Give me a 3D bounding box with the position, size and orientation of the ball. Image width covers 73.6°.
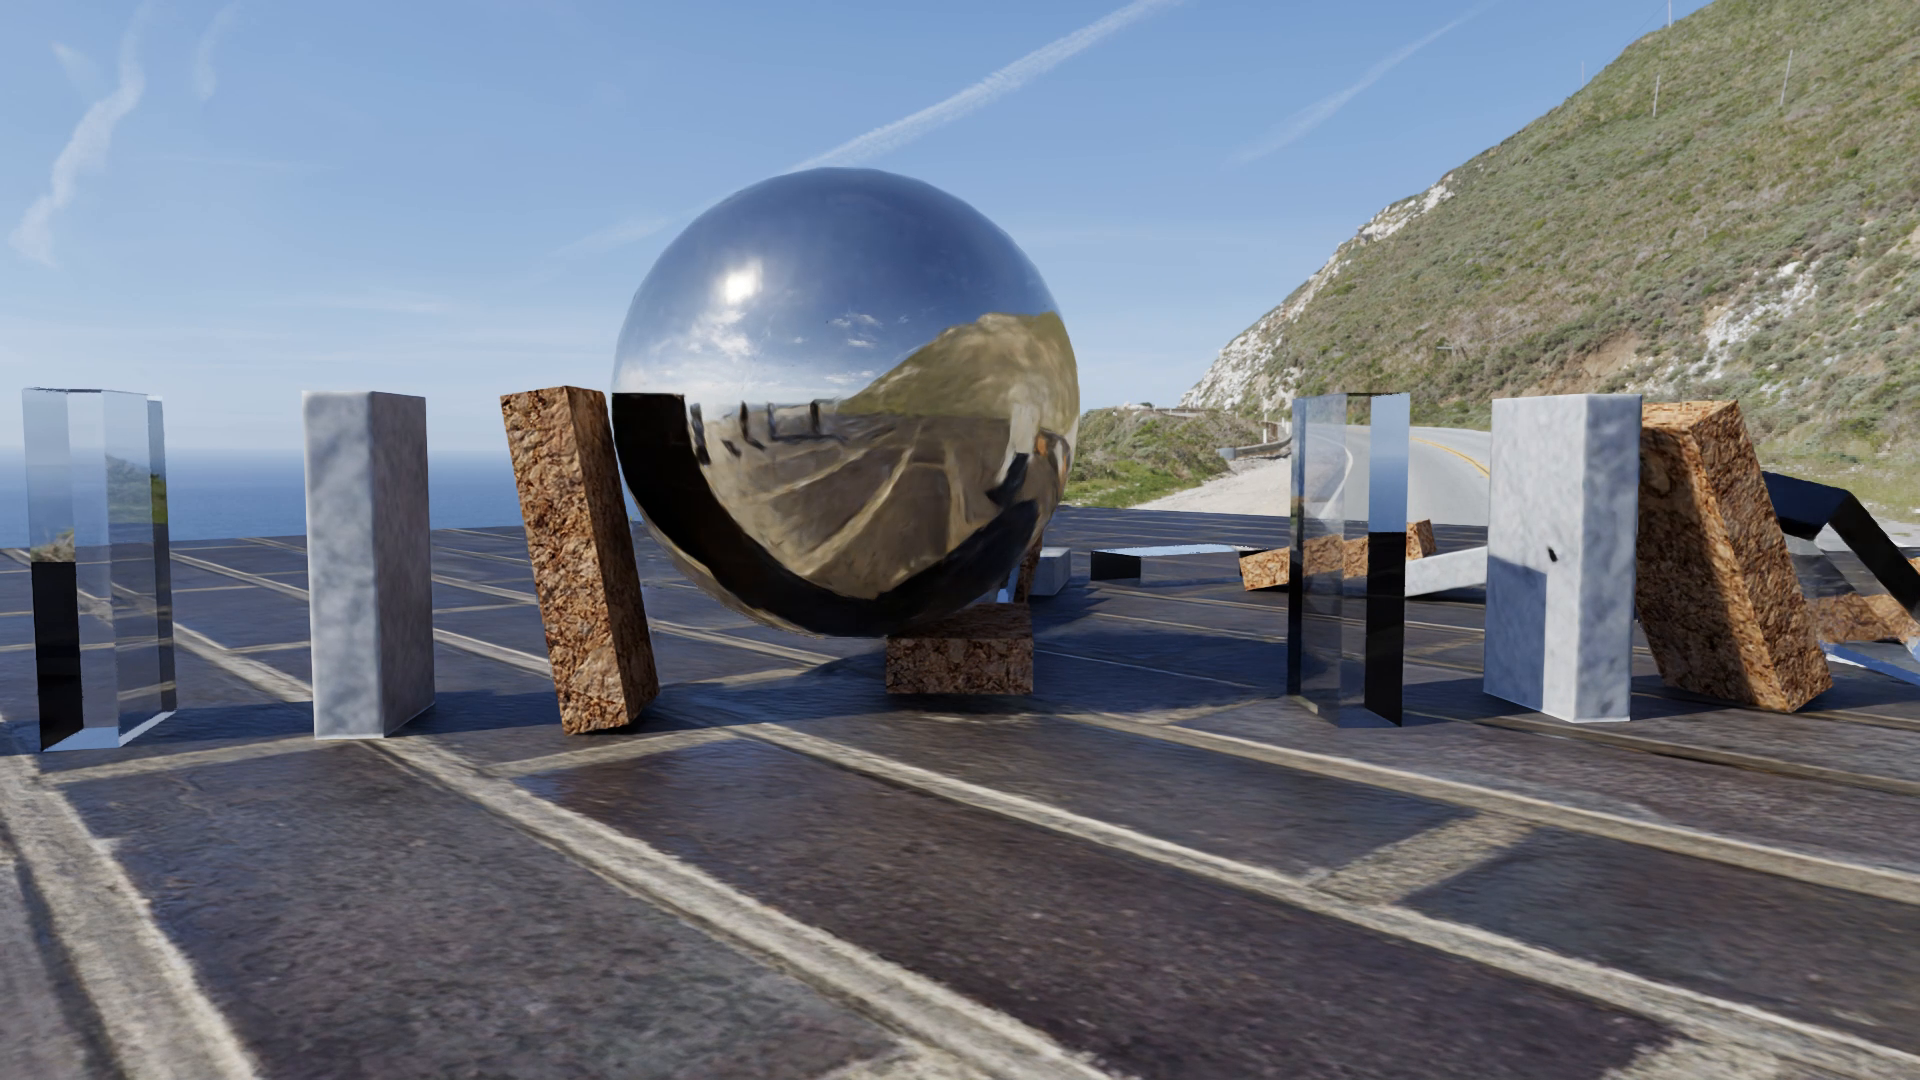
[{"bbox_3d":[-0.019,-0.023,0.222,0.080,0.080,0.080,0,4,0],"label":"ball"}]

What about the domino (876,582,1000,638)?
[{"bbox_3d":[-0.003,0.006,0.299,0.025,0.009,0.050,1,27,9],"label":"domino"}]

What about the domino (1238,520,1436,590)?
[{"bbox_3d":[0.109,0.004,0.371,0.050,0.009,0.025,-13,-2,29],"label":"domino"}]

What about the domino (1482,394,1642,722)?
[{"bbox_3d":[0.096,0.002,0.207,0.010,0.050,0.025,-1,4,-8],"label":"domino"}]

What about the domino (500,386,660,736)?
[{"bbox_3d":[-0.058,0.002,0.198,0.009,0.050,0.025,-10,5,-2],"label":"domino"}]

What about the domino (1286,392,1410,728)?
[{"bbox_3d":[0.061,0.002,0.203,0.009,0.050,0.025,0,4,-4],"label":"domino"}]

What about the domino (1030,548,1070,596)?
[{"bbox_3d":[0.019,0.009,0.387,0.025,0.009,0.050,1,4,10],"label":"domino"}]

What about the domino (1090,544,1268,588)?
[{"bbox_3d":[0.069,0.008,0.401,0.050,0.009,0.025,-2,5,-30],"label":"domino"}]

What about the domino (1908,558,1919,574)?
[{"bbox_3d":[0.188,0.011,0.275,0.025,0.010,0.050,-2,-9,-27],"label":"domino"}]

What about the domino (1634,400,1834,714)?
[{"bbox_3d":[0.122,0.002,0.211,0.010,0.050,0.025,-27,11,-12],"label":"domino"}]

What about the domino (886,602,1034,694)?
[{"bbox_3d":[0.001,0.020,0.243,0.025,0.010,0.050,0,4,2],"label":"domino"}]

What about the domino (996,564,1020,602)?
[{"bbox_3d":[0.002,0.004,0.323,0.025,0.010,0.050,1,27,9],"label":"domino"}]

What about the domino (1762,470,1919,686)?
[{"bbox_3d":[0.147,0.006,0.217,0.050,0.009,0.025,35,1,-25],"label":"domino"}]

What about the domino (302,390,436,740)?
[{"bbox_3d":[-0.090,0.003,0.196,0.010,0.050,0.025,0,4,-6],"label":"domino"}]

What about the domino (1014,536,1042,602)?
[{"bbox_3d":[0.008,0.006,0.349,0.025,0.010,0.050,1,19,9],"label":"domino"}]

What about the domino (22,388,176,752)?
[{"bbox_3d":[-0.126,0.003,0.189,0.010,0.050,0.025,-1,4,-15],"label":"domino"}]

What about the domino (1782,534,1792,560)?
[{"bbox_3d":[0.171,0.008,0.314,0.025,0.009,0.050,-4,-8,-42],"label":"domino"}]

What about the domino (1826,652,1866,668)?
[{"bbox_3d":[0.187,0.021,0.230,0.025,0.009,0.050,-1,4,-8],"label":"domino"}]

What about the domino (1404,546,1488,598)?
[{"bbox_3d":[0.144,0.006,0.346,0.050,0.009,0.025,-14,-5,37],"label":"domino"}]
